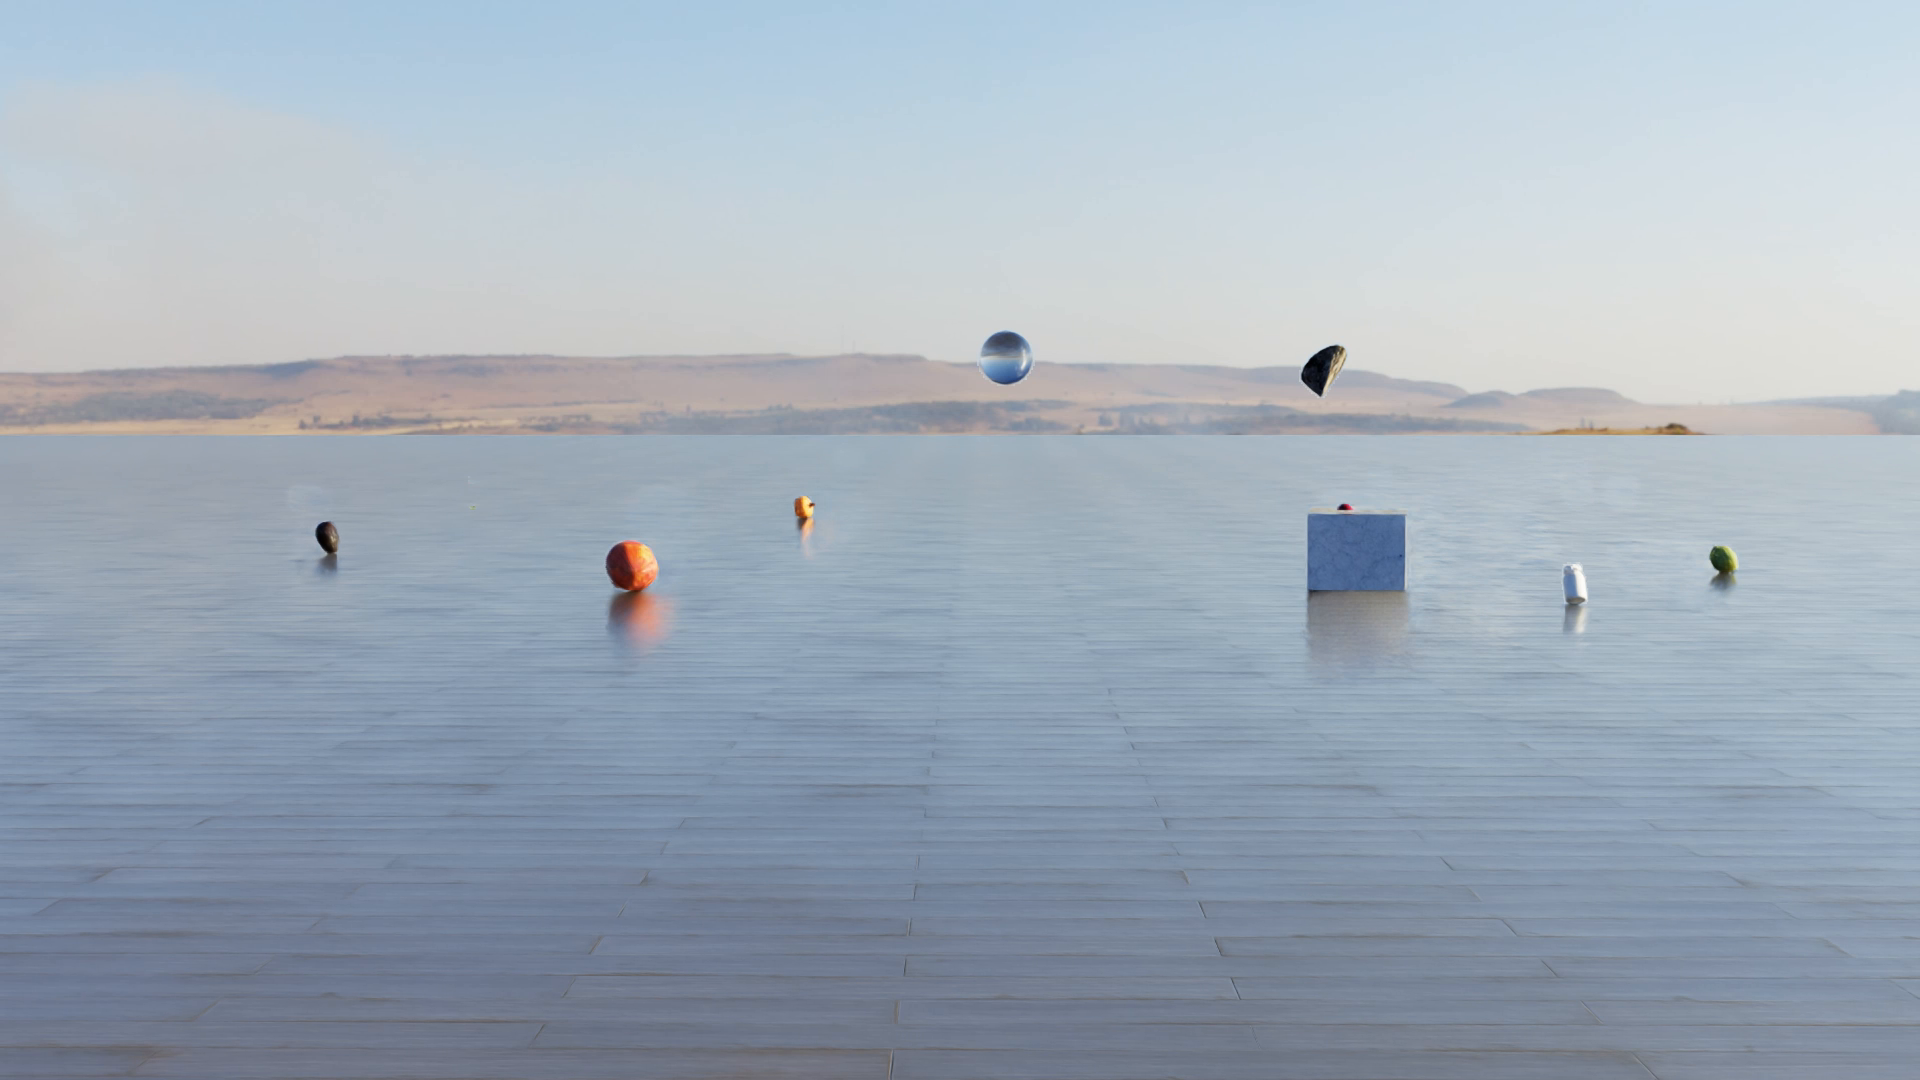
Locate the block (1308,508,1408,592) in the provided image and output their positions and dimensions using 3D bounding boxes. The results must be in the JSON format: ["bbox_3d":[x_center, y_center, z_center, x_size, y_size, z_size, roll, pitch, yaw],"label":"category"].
[{"bbox_3d":[0.888,0.023,4.915,0.213,0.173,0.112,1,6,13],"label":"block"}]

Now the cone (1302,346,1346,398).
[{"bbox_3d":[1.025,-0.449,6.217,0.088,0.167,0.163,34,38,-15],"label":"cone"}]

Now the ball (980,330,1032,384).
[{"bbox_3d":[0.165,-0.656,7.902,0.193,0.193,0.193,0,4,0],"label":"ball"}]
